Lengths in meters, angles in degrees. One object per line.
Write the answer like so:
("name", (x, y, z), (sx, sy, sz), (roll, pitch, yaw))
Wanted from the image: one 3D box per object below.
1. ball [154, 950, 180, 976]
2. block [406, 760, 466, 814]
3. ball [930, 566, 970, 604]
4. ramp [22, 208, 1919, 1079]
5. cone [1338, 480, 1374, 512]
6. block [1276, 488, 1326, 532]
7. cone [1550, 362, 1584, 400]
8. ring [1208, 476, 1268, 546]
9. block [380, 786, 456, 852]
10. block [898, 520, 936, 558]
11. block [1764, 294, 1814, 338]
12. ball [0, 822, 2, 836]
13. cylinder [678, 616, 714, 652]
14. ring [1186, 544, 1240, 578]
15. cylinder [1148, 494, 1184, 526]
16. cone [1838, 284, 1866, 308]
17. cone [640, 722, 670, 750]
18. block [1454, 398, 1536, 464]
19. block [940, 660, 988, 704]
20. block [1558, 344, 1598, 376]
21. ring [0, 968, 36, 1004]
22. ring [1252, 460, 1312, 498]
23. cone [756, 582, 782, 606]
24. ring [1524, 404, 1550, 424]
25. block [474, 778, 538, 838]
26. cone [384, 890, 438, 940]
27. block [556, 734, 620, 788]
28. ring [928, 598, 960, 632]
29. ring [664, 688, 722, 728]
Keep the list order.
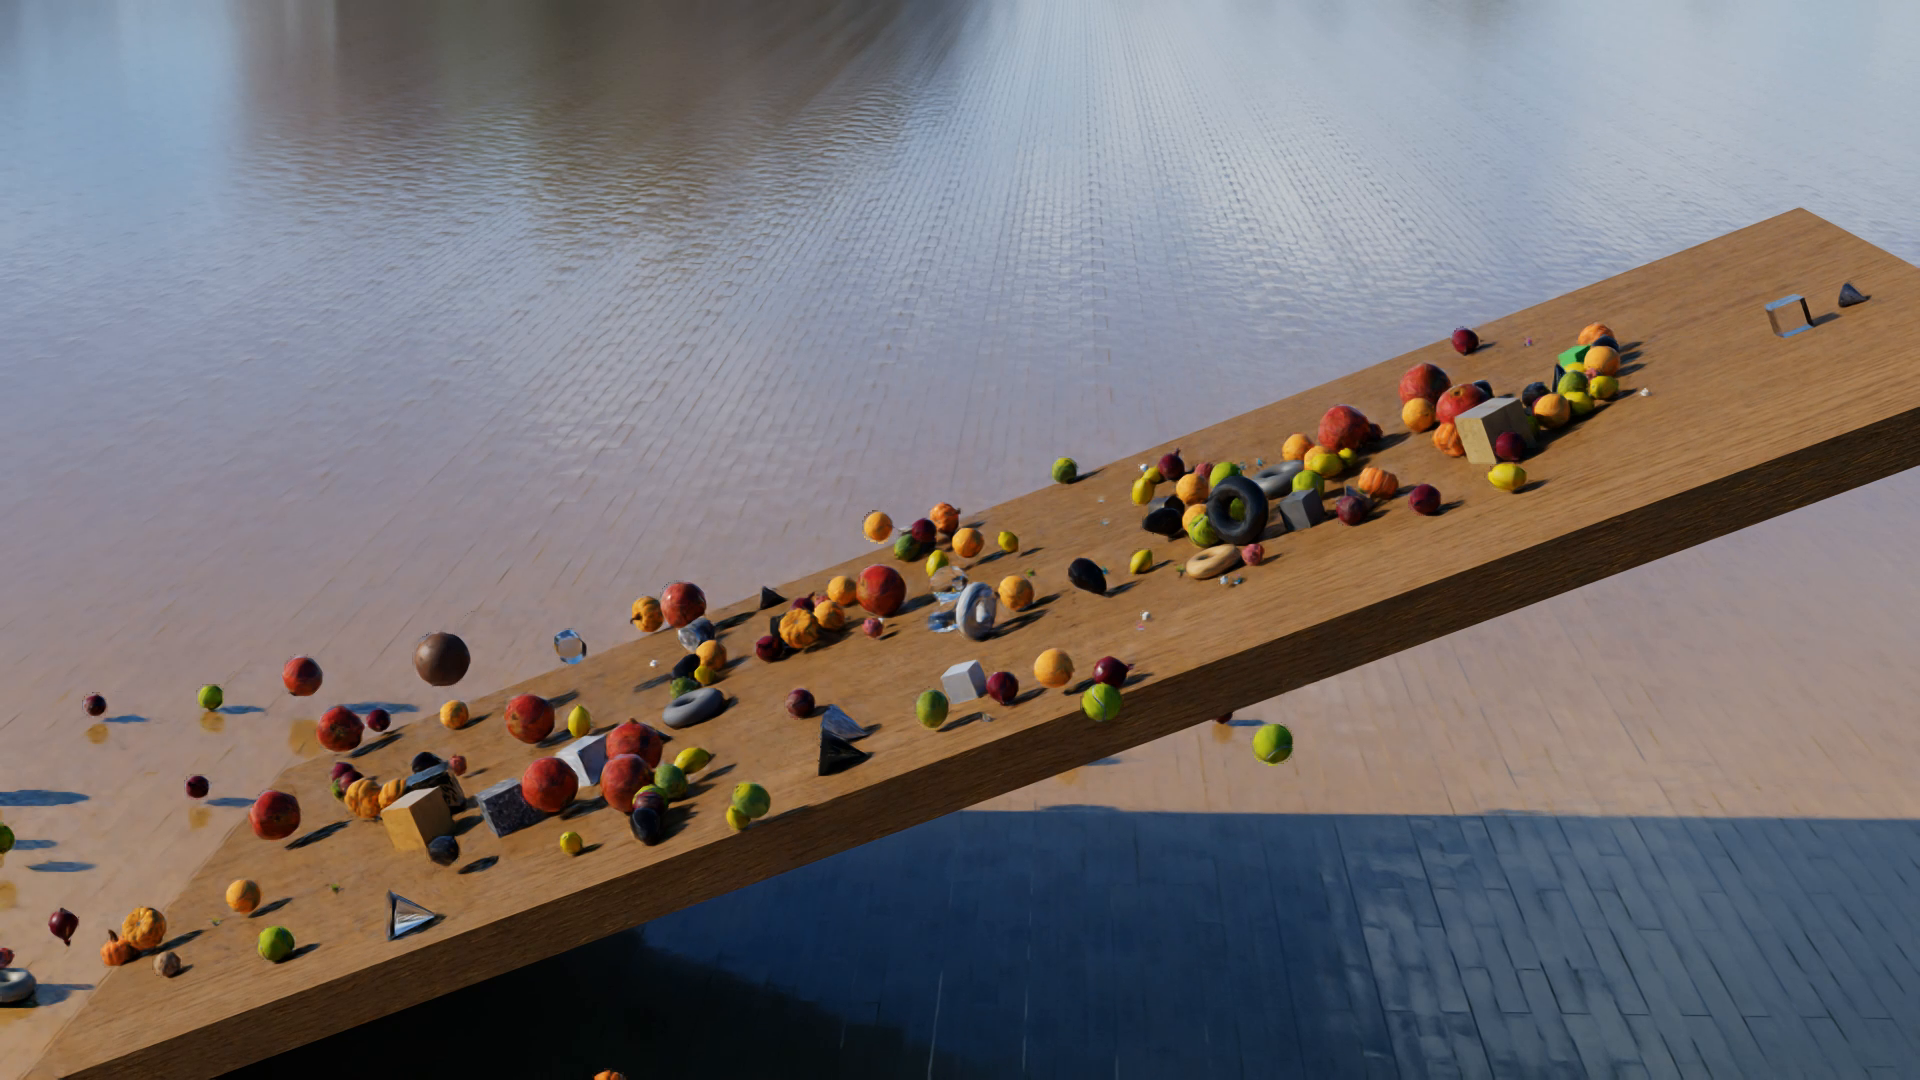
("ball", (-1.605, 0.857, 5.954), (0.050, 0.050, 0.050), (0, 13, 0))
("block", (-1.137, 0.550, 6.383), (0.096, 0.096, 0.096), (-22, 12, -3))
("ball", (-0.022, 0.096, 6.361), (0.085, 0.085, 0.085), (0, 13, 0))
("ramp", (0.121, 0.175, 6.293), (4.000, 0.100, 2.000), (-20, 12, 7))
("cone", (0.801, -0.073, 5.856), (0.072, 0.072, 0.072), (31, 21, 11))
("block", (0.689, -0.061, 5.933), (0.062, 0.062, 0.062), (-11, 16, 43))
("cone", (1.256, -0.339, 6.139), (0.072, 0.072, 0.072), (-21, 12, 5))
("ring", (0.564, -0.060, 5.970), (0.143, 0.143, 0.048), (11, 13, 39))
("block", (-1.146, 0.591, 6.216), (0.095, 0.095, 0.095), (-12, 15, 39))
("block", (-0.104, -0.004, 7.092), (0.063, 0.063, 0.063), (-23, 12, -4))
("block", (1.669, -0.451, 5.919), (0.064, 0.064, 0.064), (-21, 12, 2))
("ball", (-2.389, 0.709, 7.215), (0.078, 0.078, 0.078), (0, 13, 0))
("cylinder", (-0.628, 0.224, 7.009), (0.061, 0.061, 0.061), (9, 30, 35))
("ring", (0.505, 0.043, 5.857), (0.114, 0.038, 0.114), (-20, 13, 5))
("cylinder", (0.448, -0.066, 6.396), (0.056, 0.056, 0.056), (-13, -6, -42))
("cone", (1.809, -0.489, 5.941), (0.051, 0.051, 0.051), (7, 15, 38))
("cone", (-0.646, 0.419, 6.261), (0.059, 0.059, 0.059), (3, 12, -17))
("block", (1.066, -0.217, 5.865), (0.099, 0.099, 0.099), (-26, 12, -20))
("block", (0.009, 0.273, 5.660), (0.059, 0.059, 0.059), (-16, 13, 27))
("block", (1.317, -0.381, 6.268), (0.051, 0.051, 0.051), (-28, 13, -29))
("ring", (-2.042, 0.951, 6.277), (0.136, 0.045, 0.136), (1, 13, 0))
("ring", (0.685, -0.129, 6.283), (0.141, 0.047, 0.141), (-20, 13, 5))
("cone", (-0.454, 0.141, 7.159), (0.059, 0.059, 0.059), (23, 4, -24))
("ring", (1.170, -0.255, 6.027), (0.080, 0.027, 0.080), (-21, 10, 4))
("block", (-0.933, 0.549, 6.045), (0.086, 0.086, 0.086), (-26, 12, -18))
("cone", (-1.042, 0.715, 5.604), (0.095, 0.095, 0.095), (3, 12, -19))
("block", (-0.781, 0.464, 6.168), (0.080, 0.080, 0.080), (-32, 15, -39))
("ring", (-0.012, 0.157, 6.258), (0.123, 0.041, 0.123), (-25, 12, 6))
("ring", (-0.576, 0.361, 6.346), (0.139, 0.046, 0.139), (-20, 13, 5))
